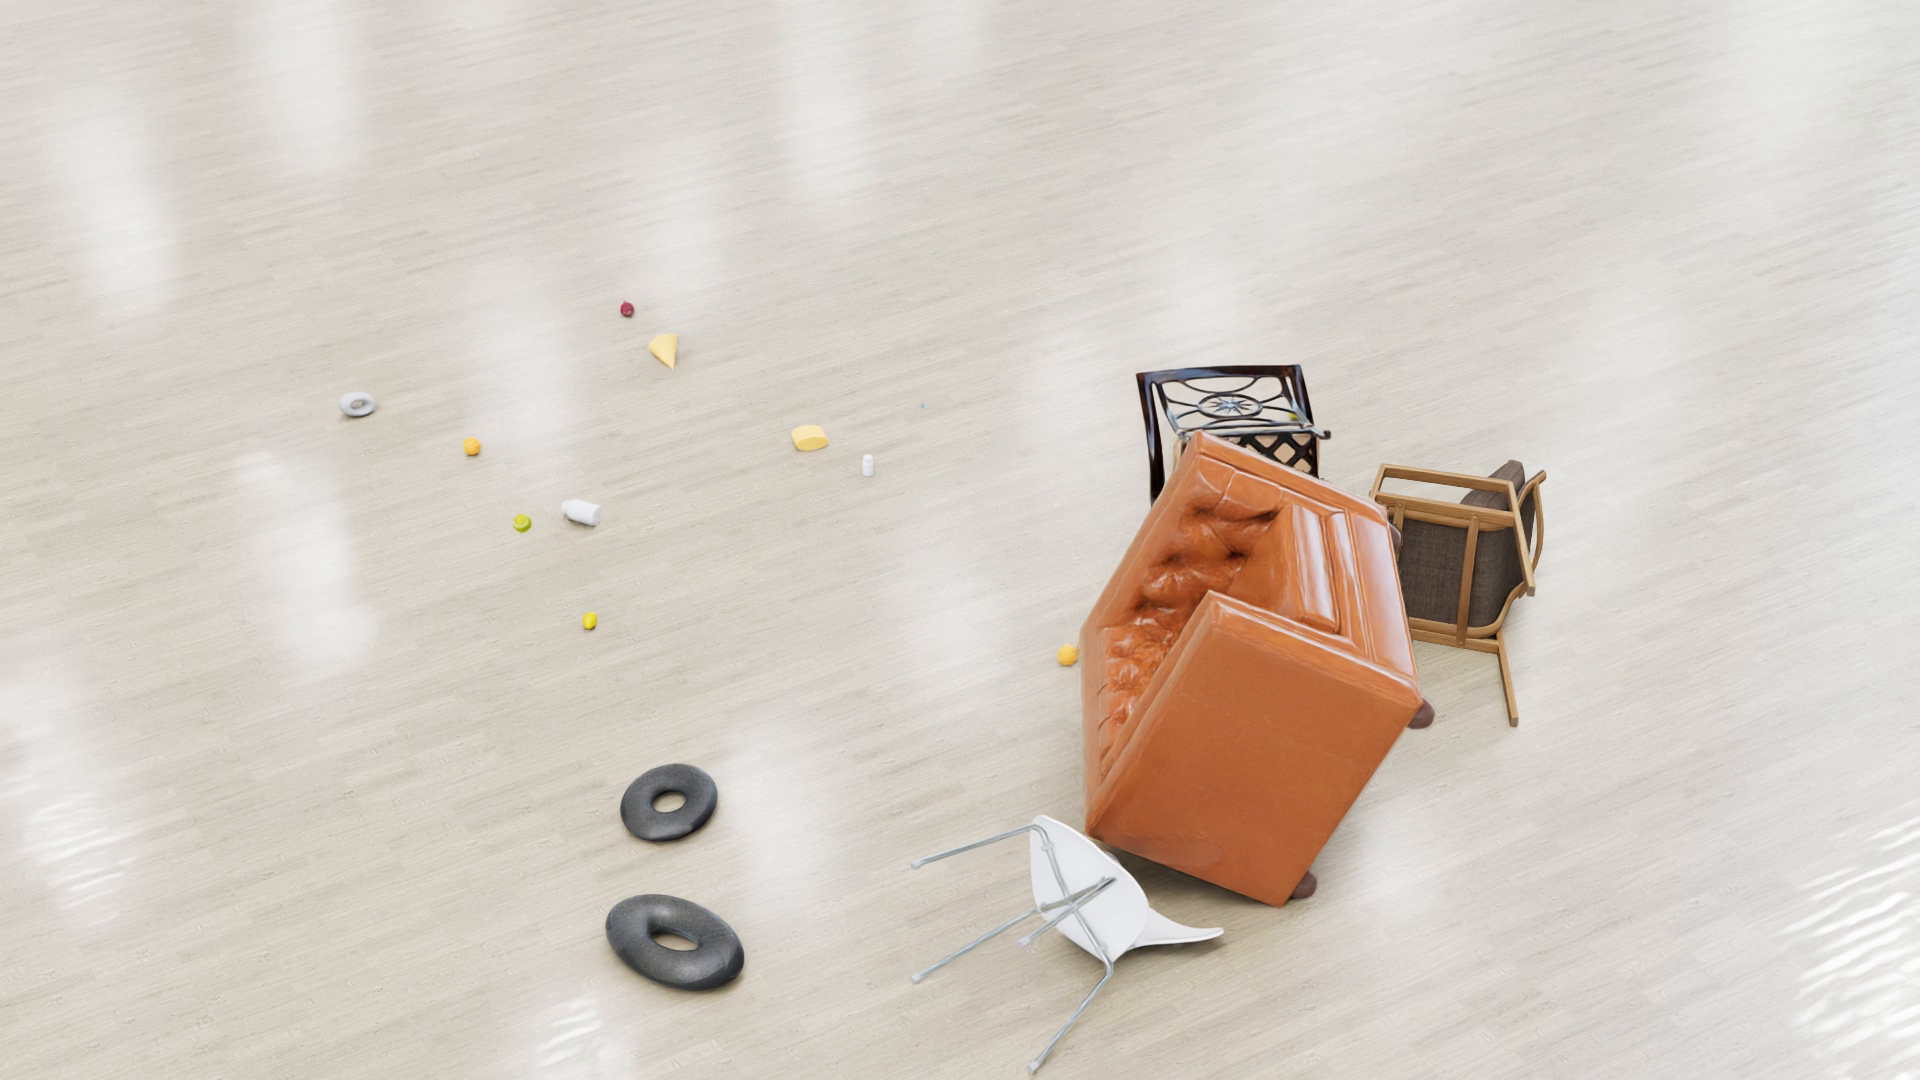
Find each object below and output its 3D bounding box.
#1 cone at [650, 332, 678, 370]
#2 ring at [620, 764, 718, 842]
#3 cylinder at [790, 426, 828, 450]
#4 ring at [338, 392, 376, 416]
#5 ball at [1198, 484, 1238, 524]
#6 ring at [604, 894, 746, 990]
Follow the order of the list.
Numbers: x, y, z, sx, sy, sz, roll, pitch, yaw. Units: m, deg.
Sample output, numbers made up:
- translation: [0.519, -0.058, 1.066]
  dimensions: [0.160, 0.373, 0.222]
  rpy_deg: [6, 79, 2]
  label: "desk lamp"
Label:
- translation: [-1.199, -0.754, 12.047]
  dimensions: [0.128, 0.089, 0.169]
  rpy_deg: [-26, 52, 6]
  label: "cone"
- translation: [-0.951, 0.857, 9.585]
  dimensions: [0.314, 0.066, 0.389]
  rpy_deg: [6, 34, 11]
  label: "ring"
- translation: [-0.590, -0.402, 11.501]
  dimensions: [0.130, 0.058, 0.092]
  rpy_deg: [-8, 34, -15]
  label: "cylinder"
- translation: [-2.403, -0.543, 11.686]
  dimensions: [0.150, 0.094, 0.078]
  rpy_deg: [-5, 22, -32]
  label: "ring"
- translation: [0.971, -0.133, 11.010]
  dimensions: [0.150, 0.150, 0.150]
  rpy_deg: [0, 33, 0]
  label: "ball"
- translation: [-0.874, 1.230, 8.981]
  dimensions: [0.506, 0.109, 0.324]
  rpy_deg: [23, 39, 32]
  label: "ring"
